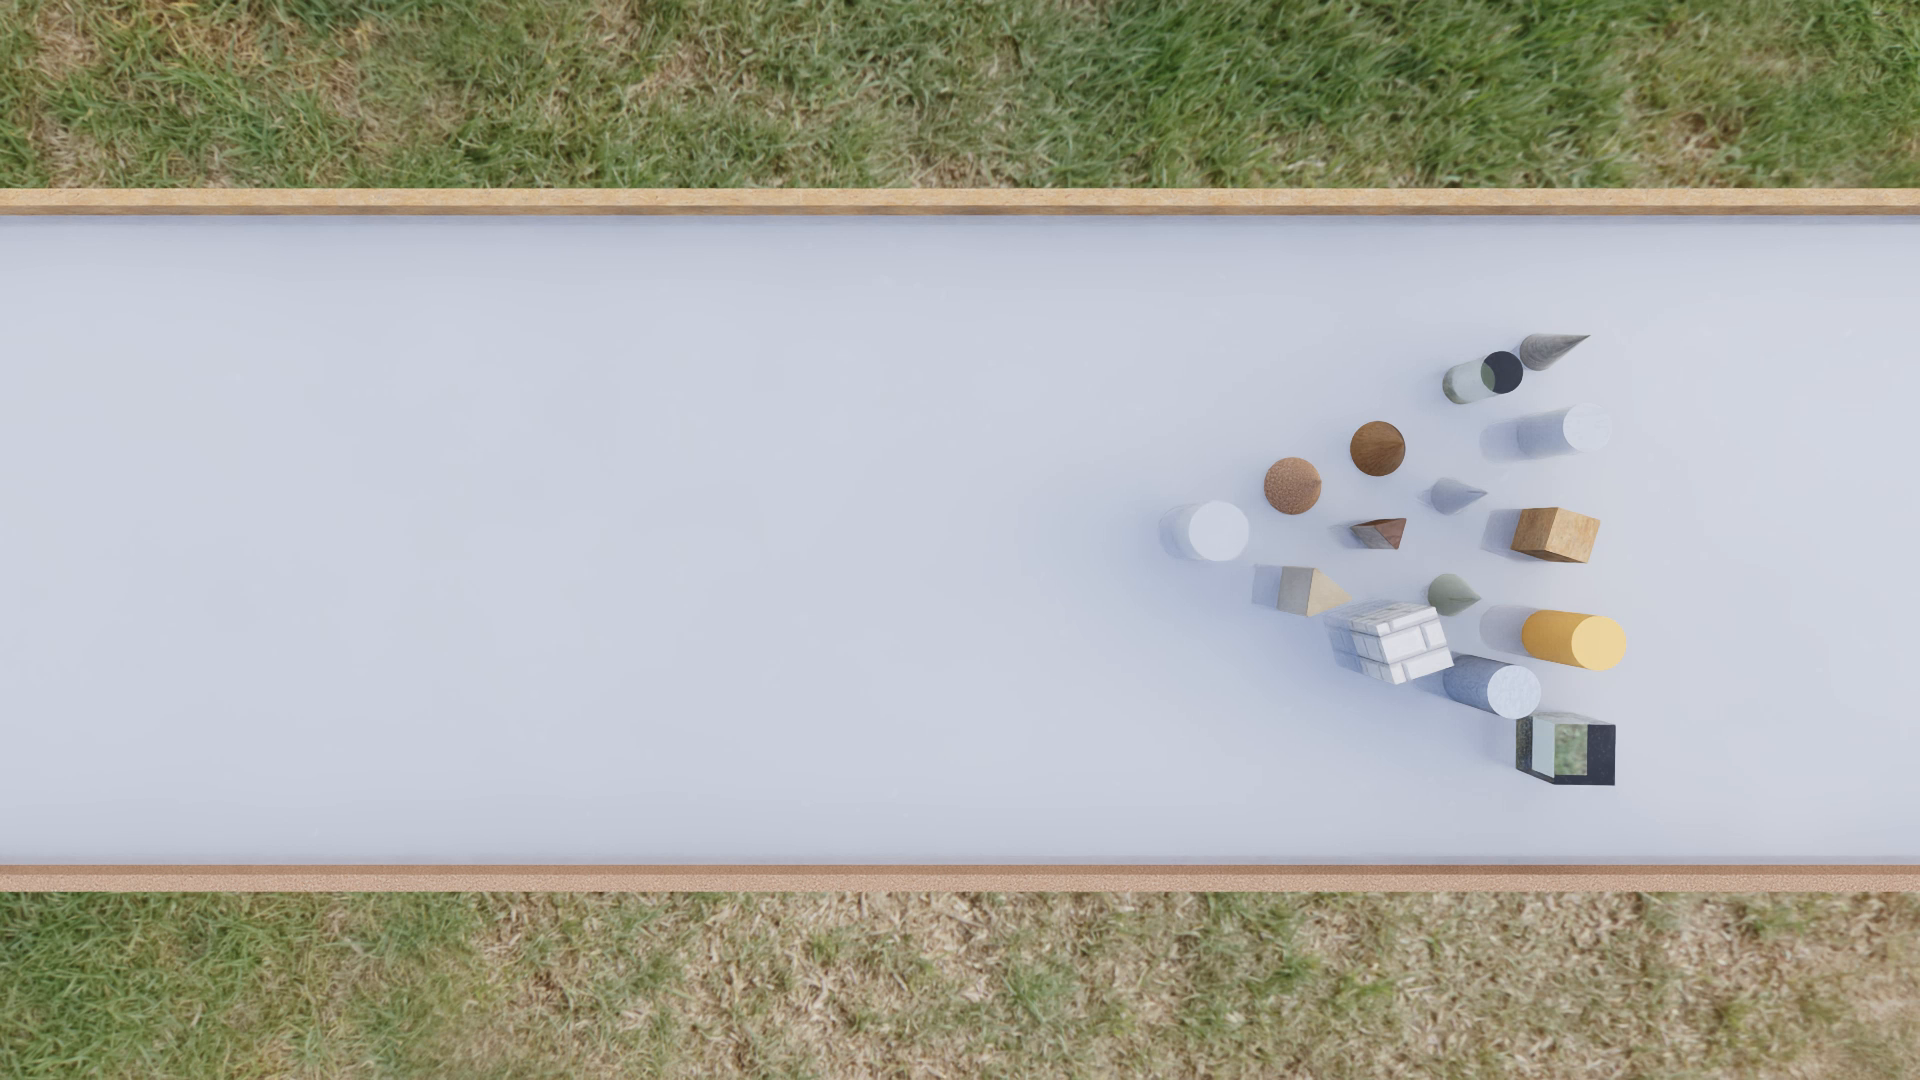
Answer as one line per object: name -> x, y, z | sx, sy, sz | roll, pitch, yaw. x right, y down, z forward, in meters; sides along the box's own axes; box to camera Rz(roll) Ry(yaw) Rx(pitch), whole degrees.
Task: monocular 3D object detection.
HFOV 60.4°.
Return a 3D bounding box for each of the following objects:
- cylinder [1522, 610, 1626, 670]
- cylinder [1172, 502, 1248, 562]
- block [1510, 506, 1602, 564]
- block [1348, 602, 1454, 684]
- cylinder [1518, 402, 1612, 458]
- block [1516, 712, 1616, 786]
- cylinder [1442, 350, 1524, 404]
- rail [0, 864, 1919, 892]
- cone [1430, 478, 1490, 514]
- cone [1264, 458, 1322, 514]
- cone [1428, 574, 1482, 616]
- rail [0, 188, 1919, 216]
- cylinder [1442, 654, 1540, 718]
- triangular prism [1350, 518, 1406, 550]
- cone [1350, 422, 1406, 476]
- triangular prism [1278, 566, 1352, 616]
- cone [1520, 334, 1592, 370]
cylinder -> 1.806, 0.292, 4.869 | 0.156, 0.415, 0.156 | 0, 90, 0
cylinder -> 0.740, -0.025, 4.895 | 0.172, 0.362, 0.172 | 0, 90, 0
block -> 1.774, -0.014, 4.925 | 0.130, 0.303, 0.130 | 18, 90, 0
block -> 1.301, 0.302, 4.896 | 0.176, 0.361, 0.176 | -18, 90, 0
cylinder -> 1.787, -0.321, 4.886 | 0.140, 0.381, 0.140 | 0, 90, 0
block -> 1.799, 0.618, 4.913 | 0.176, 0.328, 0.176 | 1, 90, 0
cylinder -> 1.546, -0.478, 4.890 | 0.123, 0.373, 0.123 | 0, 90, 0
rail -> -2.247, 1.025, 5.001 | 12.000, 0.150, 0.050 | 0, 90, 0
cone -> 1.507, -0.135, 4.884 | 0.115, 0.386, 0.115 | 0, 90, 0
cone -> 1.024, -0.167, 4.872 | 0.177, 0.409, 0.177 | 0, 90, 0
cone -> 1.506, 0.169, 4.915 | 0.133, 0.322, 0.133 | 0, 90, 0
rail -> -2.247, -1.025, 5.002 | 12.000, 0.150, 0.050 | 0, 90, 0
cylinder -> 1.561, 0.429, 4.862 | 0.152, 0.430, 0.152 | 0, 90, 0
triangular prism -> 1.261, -0.034, 4.921 | 0.081, 0.311, 0.093 | -44, 90, 0
cone -> 1.286, -0.281, 4.926 | 0.171, 0.301, 0.171 | 0, 90, 0
triangular prism -> 1.018, 0.134, 4.854 | 0.137, 0.444, 0.119 | -21, 90, 0
cone -> 1.780, -0.578, 4.863 | 0.116, 0.426, 0.116 | 0, 90, 0
